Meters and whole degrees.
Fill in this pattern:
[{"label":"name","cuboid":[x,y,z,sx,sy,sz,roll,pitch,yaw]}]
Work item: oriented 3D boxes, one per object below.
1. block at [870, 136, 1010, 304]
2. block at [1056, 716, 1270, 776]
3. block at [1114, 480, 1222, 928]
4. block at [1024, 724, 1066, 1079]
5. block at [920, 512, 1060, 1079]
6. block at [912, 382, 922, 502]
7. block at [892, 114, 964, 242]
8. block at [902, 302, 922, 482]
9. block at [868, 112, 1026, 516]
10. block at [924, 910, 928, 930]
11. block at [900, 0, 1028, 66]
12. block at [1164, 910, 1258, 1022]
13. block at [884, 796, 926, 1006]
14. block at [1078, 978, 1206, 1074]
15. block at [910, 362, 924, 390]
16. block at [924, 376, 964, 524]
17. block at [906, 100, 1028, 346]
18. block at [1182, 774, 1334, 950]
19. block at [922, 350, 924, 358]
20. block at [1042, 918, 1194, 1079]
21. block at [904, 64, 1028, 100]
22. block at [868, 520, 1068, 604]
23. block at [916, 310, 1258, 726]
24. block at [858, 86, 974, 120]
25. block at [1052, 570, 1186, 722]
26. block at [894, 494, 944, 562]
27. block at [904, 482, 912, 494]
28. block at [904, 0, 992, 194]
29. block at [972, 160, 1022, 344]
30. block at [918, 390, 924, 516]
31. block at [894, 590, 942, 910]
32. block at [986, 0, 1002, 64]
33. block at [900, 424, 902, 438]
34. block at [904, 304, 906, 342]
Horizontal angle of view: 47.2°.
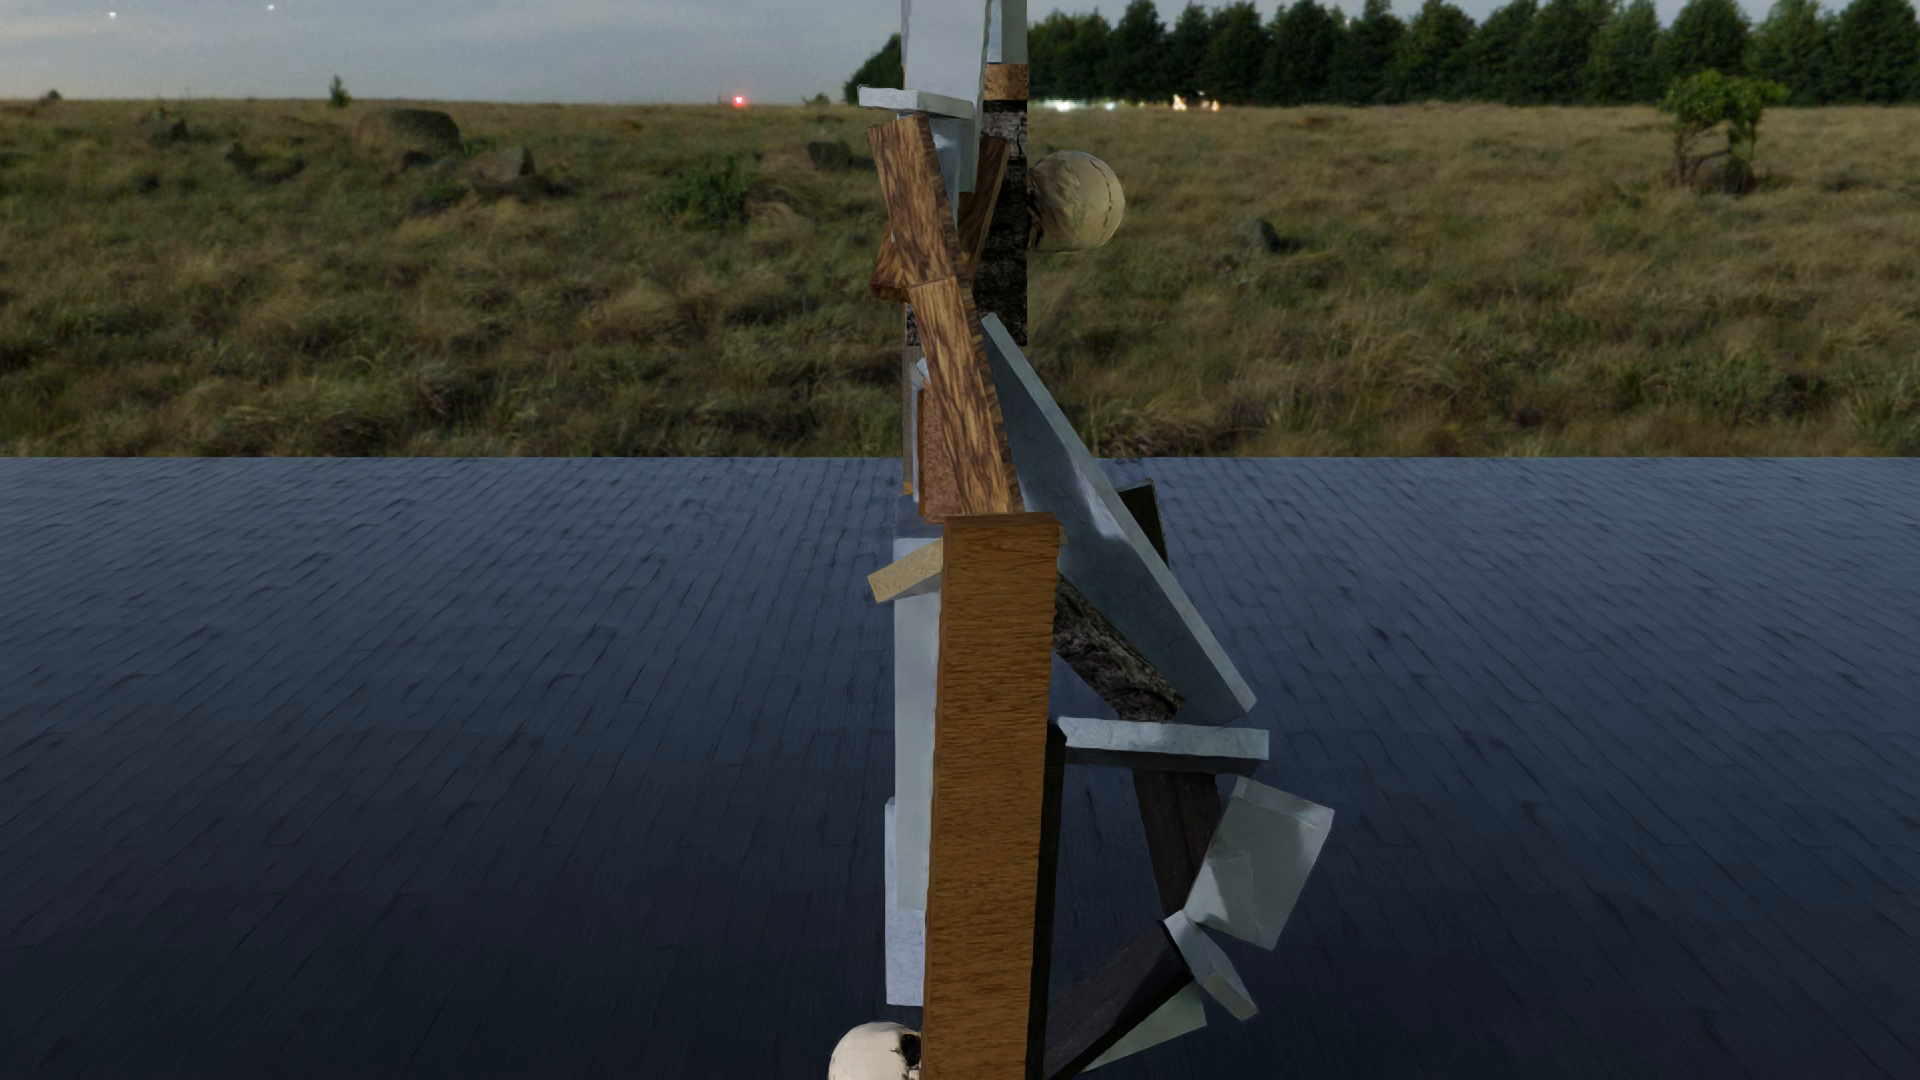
[{"label":"block","cuboid":[-0.024,-0.397,2.716,0.117,0.234,0.033,10,-24,11]},{"label":"block","cuboid":[0.236,0.248,2.638,0.248,0.035,0.124,4,-15,-2]},{"label":"block","cuboid":[0.256,0.222,2.829,0.102,0.595,0.029,-13,12,0]},{"label":"block","cuboid":[0.039,0.497,2.539,0.124,0.598,0.035,-2,20,-15]},{"label":"block","cuboid":[0.025,0.383,2.442,0.116,0.865,0.033,-3,22,-14]},{"label":"block","cuboid":[-0.024,-0.139,3.071,0.085,0.169,0.024,-2,11,-7]},{"label":"block","cuboid":[-0.040,-0.433,2.647,0.075,0.150,0.021,7,13,15]},{"label":"block","cuboid":[-0.008,-0.286,3.350,0.157,0.396,0.044,1,10,4]},{"label":"block","cuboid":[-0.013,-0.247,2.570,0.075,0.492,0.021,-8,9,41]},{"label":"block","cuboid":[0.004,0.487,3.026,0.102,0.029,0.204,0,11,0]},{"label":"block","cuboid":[0.001,-0.851,2.847,0.165,0.461,0.047,-1,11,-1]},{"label":"block","cuboid":[0.324,0.549,2.829,0.027,0.095,0.189,-33,-36,6]},{"label":"block","cuboid":[-0.030,0.527,3.184,0.151,0.301,0.043,2,11,10]},{"label":"block","cuboid":[0.227,0.627,2.904,0.189,0.095,0.027,-18,19,-14]},{"label":"block","cuboid":[-0.015,-0.223,2.994,0.085,0.024,0.169,-2,11,-8]},{"label":"block","cuboid":[0.003,-0.123,2.894,0.102,0.203,0.029,0,10,-1]},{"label":"block","cuboid":[0.008,-0.416,2.887,0.158,0.317,0.045,0,11,-2]},{"label":"block","cuboid":[0.371,0.407,2.758,0.124,0.248,0.035,20,43,6]},{"label":"block","cuboid":[-0.001,-0.280,3.187,0.104,0.029,0.207,0,11,0]},{"label":"block","cuboid":[0.151,0.617,2.790,0.027,0.323,0.094,42,11,-37]},{"label":"block","cuboid":[0.004,-0.613,2.955,0.158,0.045,0.317,-1,11,-2]},{"label":"block","cuboid":[0.012,0.023,2.520,0.116,0.033,0.232,-27,-10,35]},{"label":"block","cuboid":[0.155,-0.010,2.684,0.117,0.574,0.033,-30,7,40]},{"label":"block","cuboid":[-0.050,-0.512,2.582,0.075,0.021,0.150,9,9,24]},{"label":"block","cuboid":[0.155,0.125,2.608,0.033,0.232,0.116,-48,10,-19]},{"label":"block","cuboid":[0.000,-0.009,2.972,0.174,0.049,0.347,0,11,-1]},{"label":"block","cuboid":[-0.003,0.028,3.501,0.172,0.344,0.049,0,11,0]},{"label":"block","cuboid":[-0.018,-0.568,2.684,0.094,0.282,0.027,6,4,14]},{"label":"block","cuboid":[0.011,-0.365,2.811,0.117,0.234,0.033,-5,3,-9]},{"label":"block","cuboid":[-0.013,-0.118,2.957,0.085,0.169,0.024,-1,12,-6]},{"label":"block","cuboid":[0.002,0.262,2.904,0.174,0.458,0.049,0,11,0]},{"label":"block","cuboid":[0.005,-0.700,2.788,0.094,0.187,0.027,-1,11,-4]},{"label":"block","cuboid":[-0.004,-0.187,3.580,0.172,0.049,0.344,0,11,0]},{"label":"block","cuboid":[0.001,-0.446,3.091,0.158,0.332,0.045,0,10,-1]}]
